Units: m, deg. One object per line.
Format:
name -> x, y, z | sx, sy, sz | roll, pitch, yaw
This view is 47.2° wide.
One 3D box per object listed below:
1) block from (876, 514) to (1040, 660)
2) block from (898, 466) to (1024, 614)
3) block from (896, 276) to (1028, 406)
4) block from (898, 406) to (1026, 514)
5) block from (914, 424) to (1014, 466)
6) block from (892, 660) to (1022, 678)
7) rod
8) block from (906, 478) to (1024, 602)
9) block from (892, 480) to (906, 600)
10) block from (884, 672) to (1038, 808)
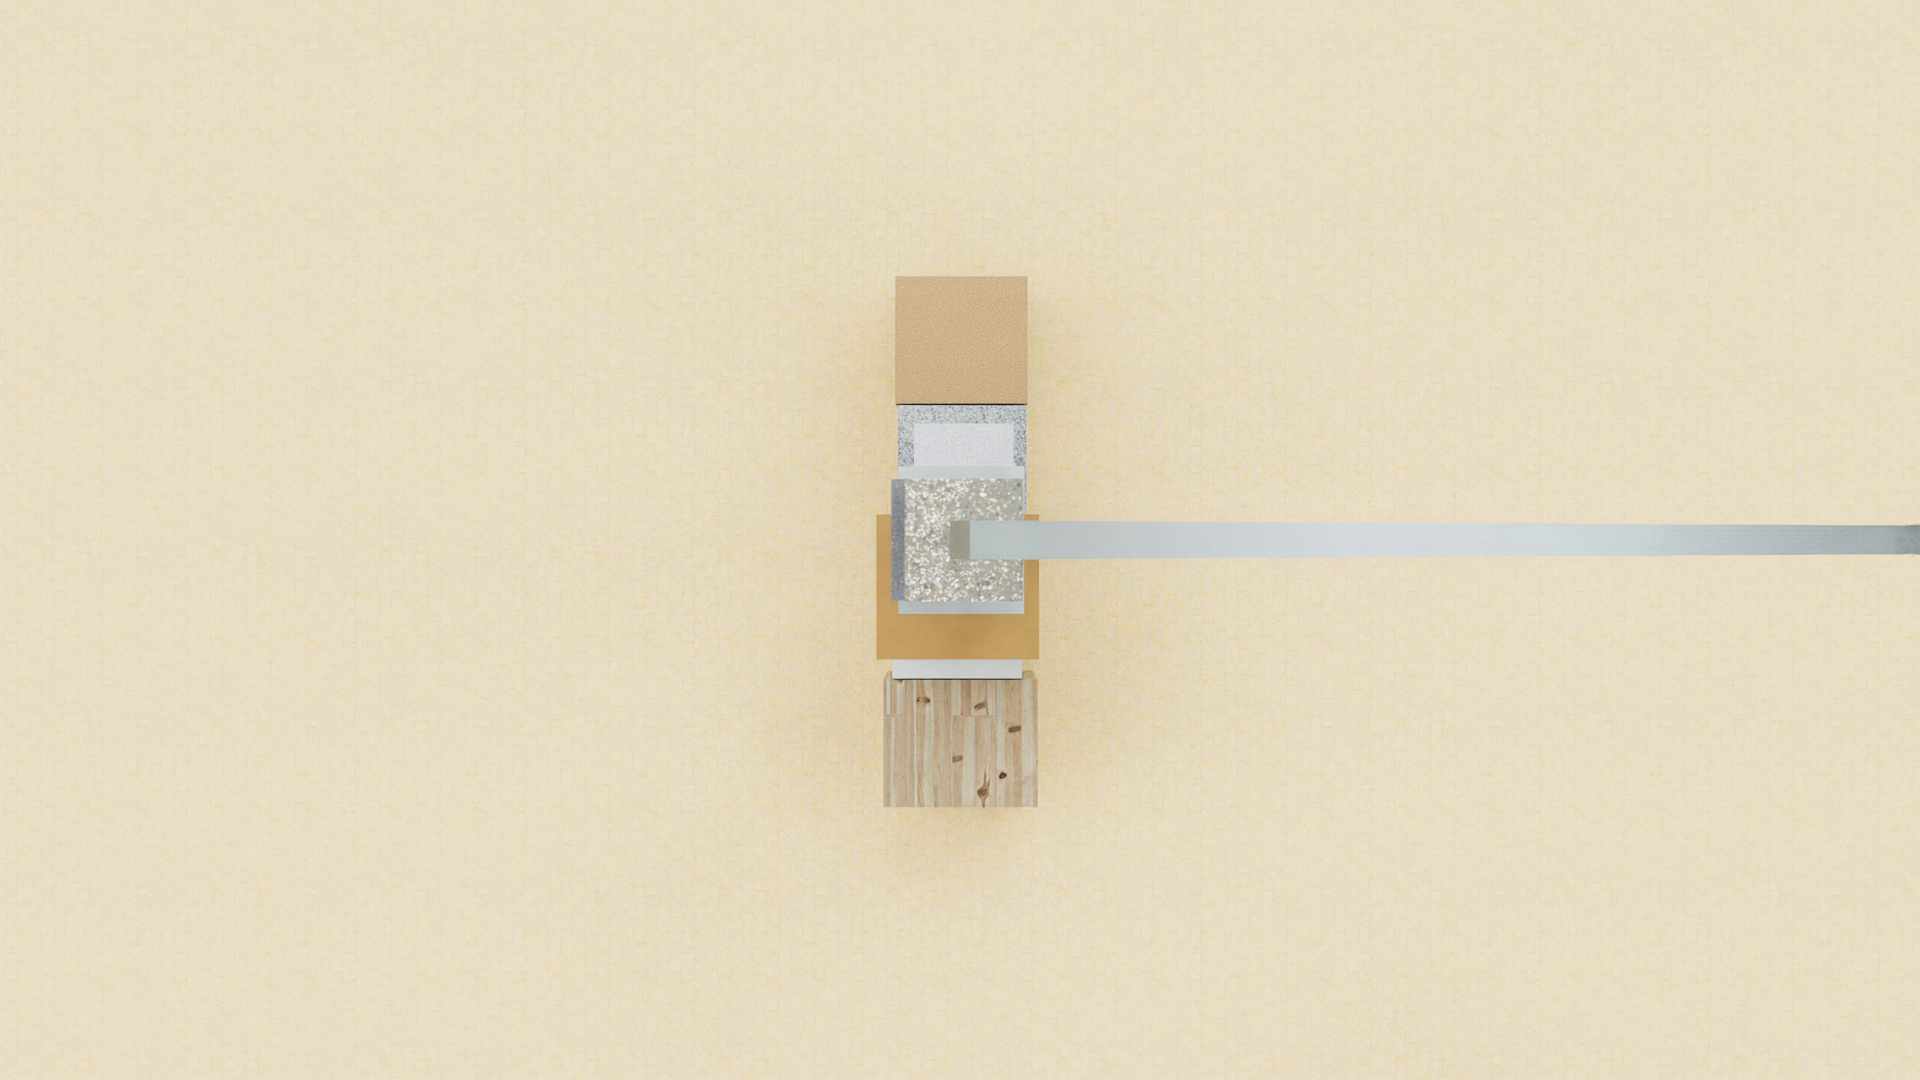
block -> -0.012, 0.245, 11.820 | 0.851, 0.668, 0.758 | 0, 90, 0
block -> 0.005, 0.000, 10.038 | 0.556, 0.597, 0.653 | 0, 90, 0
block -> 0.009, -1.124, 12.678 | 0.744, 0.644, 0.714 | 0, 90, 0
block -> 0.012, -0.402, 12.675 | 0.721, 0.650, 0.711 | 0, 90, 0
block -> 0.020, -0.384, 12.069 | 0.534, 0.562, 0.480 | 0, 90, 0
block -> -0.016, 0.364, 12.577 | 0.714, 0.847, 0.801 | 0, 90, 0
rod -> 2.212, 0.000, 5.895 | 5.200, 0.080, 0.080 | 0, 90, -32
block -> 0.016, 0.000, 9.090 | 0.476, 0.418, 0.497 | 0, 90, 0
block -> -0.019, 0.000, 9.519 | 0.544, 0.440, 0.515 | 0, 90, 0
block -> 0.003, 1.128, 12.595 | 0.856, 0.810, 0.707 | 0, 90, 0
